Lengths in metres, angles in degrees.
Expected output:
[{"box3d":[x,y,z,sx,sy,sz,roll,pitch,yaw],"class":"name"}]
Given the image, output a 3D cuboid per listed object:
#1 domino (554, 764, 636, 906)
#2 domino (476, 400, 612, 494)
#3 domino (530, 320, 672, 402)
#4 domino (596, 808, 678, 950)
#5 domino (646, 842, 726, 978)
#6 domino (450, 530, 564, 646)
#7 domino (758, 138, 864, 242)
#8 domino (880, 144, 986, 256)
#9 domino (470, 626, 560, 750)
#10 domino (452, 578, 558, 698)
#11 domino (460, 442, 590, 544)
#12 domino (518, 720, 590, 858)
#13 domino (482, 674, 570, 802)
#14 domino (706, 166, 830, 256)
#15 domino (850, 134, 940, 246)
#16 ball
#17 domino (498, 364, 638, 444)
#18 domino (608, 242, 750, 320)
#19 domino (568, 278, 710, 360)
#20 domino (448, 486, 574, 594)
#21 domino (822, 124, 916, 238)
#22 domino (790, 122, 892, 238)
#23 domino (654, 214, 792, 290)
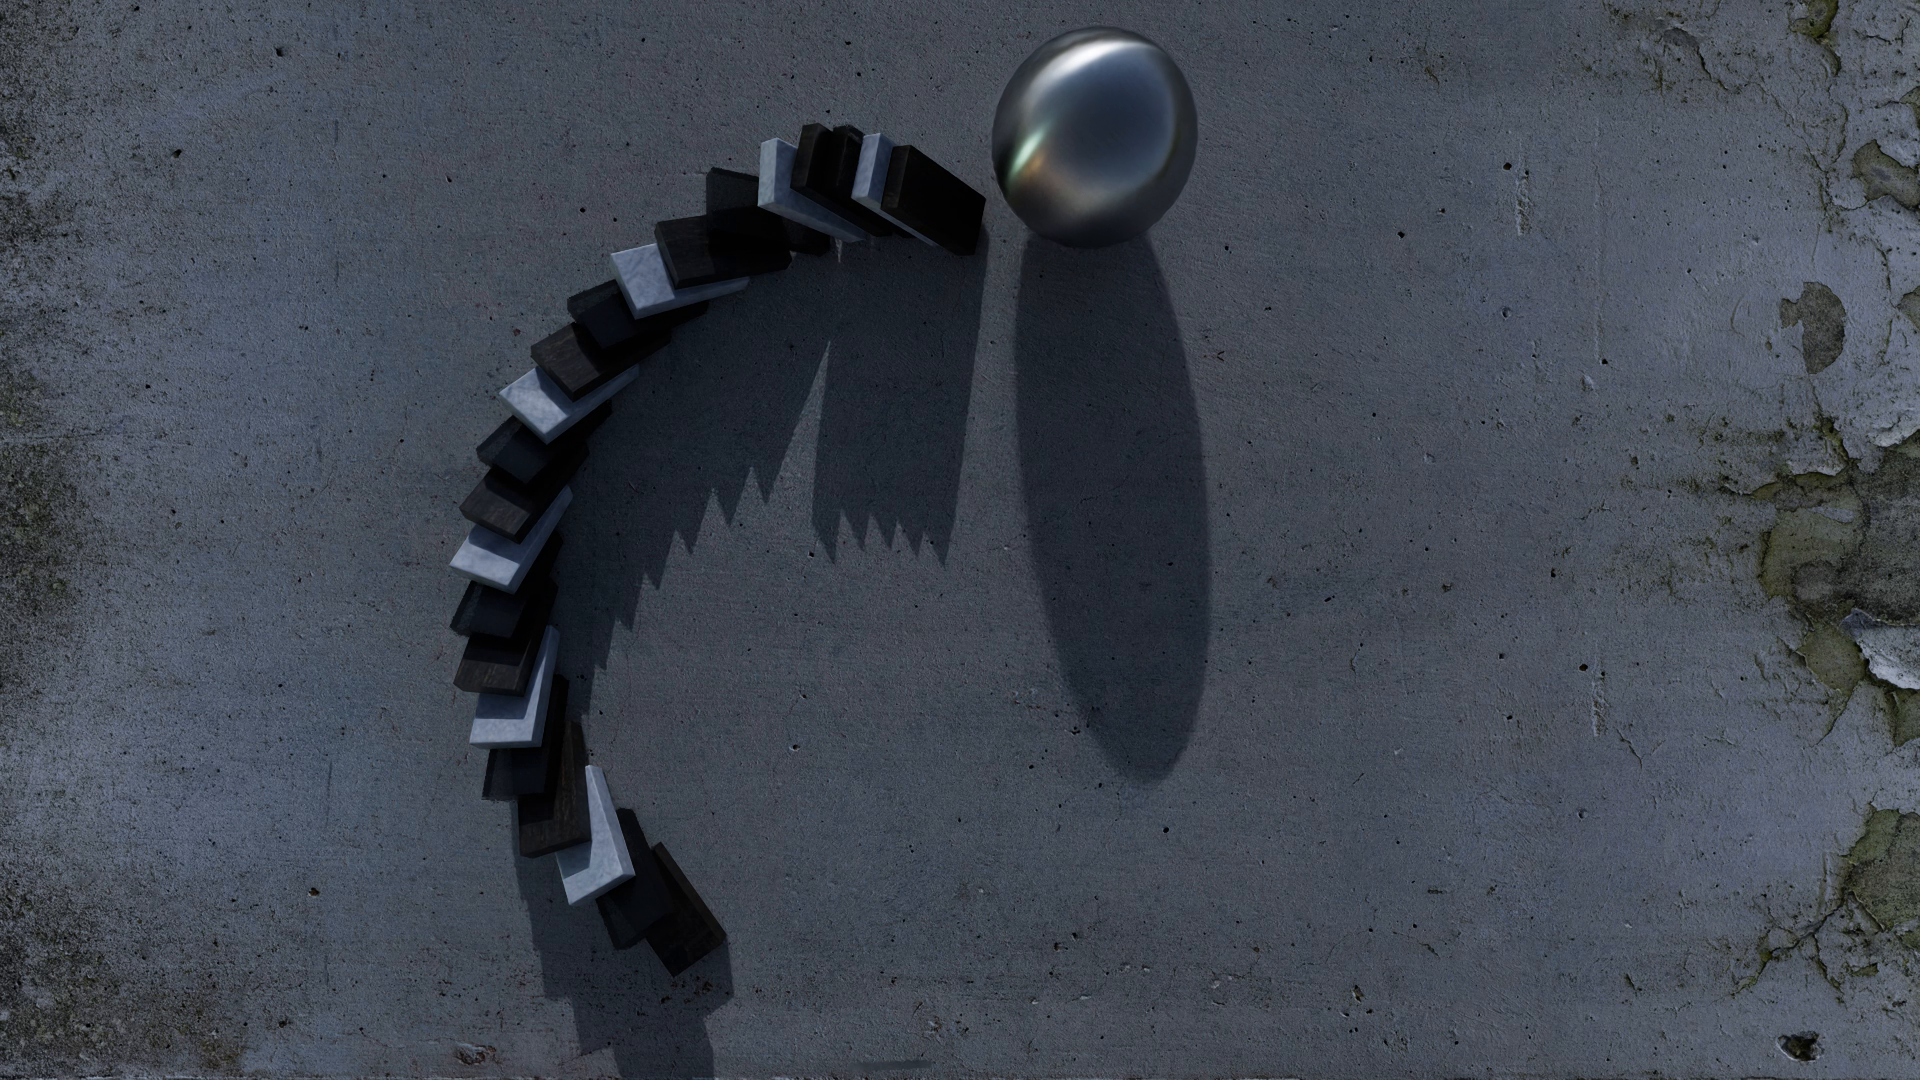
[{"box3d":[-0.157,0.124,0.385,0.025,0.009,0.050,-30,64,0],"class":"domino"},{"box3d":[-0.173,-0.046,0.384,0.025,0.010,0.050,34,62,0],"class":"domino"},{"box3d":[-0.150,-0.082,0.384,0.025,0.010,0.050,47,62,0],"class":"domino"},{"box3d":[-0.141,0.141,0.384,0.025,0.009,0.050,-36,64,0],"class":"domino"},{"box3d":[-0.126,0.159,0.395,0.025,0.009,0.050,-35,90,0],"class":"domino"},{"box3d":[-0.189,0.018,0.384,0.025,0.010,0.050,11,62,0],"class":"domino"},{"box3d":[-0.060,-0.143,0.377,0.009,0.050,0.025,3,90,38],"class":"domino"},{"box3d":[-0.010,-0.139,0.378,0.010,0.050,0.025,12,90,39],"class":"domino"},{"box3d":[-0.186,0.061,0.385,0.025,0.009,0.050,-2,63,0],"class":"domino"},{"box3d":[-0.189,0.039,0.384,0.025,0.009,0.050,6,62,0],"class":"domino"},{"box3d":[-0.182,-0.025,0.384,0.025,0.010,0.050,26,62,0],"class":"domino"},{"box3d":[-0.171,0.104,0.384,0.025,0.010,0.050,-17,63,0],"class":"domino"},{"box3d":[-0.182,0.083,0.384,0.025,0.010,0.050,-4,63,0],"class":"domino"},{"box3d":[-0.080,-0.136,0.383,0.050,0.010,0.025,0,88,-31],"class":"domino"},{"box3d":[-0.022,-0.143,0.378,0.010,0.050,0.025,12,90,39],"class":"domino"},{"box3d":[0.052,-0.156,0.360,0.080,0.080,0.080,0,90,0],"class":"ball"},{"box3d":[-0.163,-0.065,0.384,0.025,0.010,0.050,42,62,0],"class":"domino"},{"box3d":[-0.117,-0.112,0.384,0.050,0.009,0.025,-26,90,-28],"class":"domino"},{"box3d":[-0.134,-0.098,0.384,0.050,0.010,0.025,-34,90,-28],"class":"domino"},{"box3d":[-0.187,-0.004,0.384,0.025,0.010,0.050,19,62,0],"class":"domino"},{"box3d":[-0.033,-0.146,0.378,0.010,0.050,0.025,12,90,39],"class":"domino"},{"box3d":[-0.046,-0.147,0.377,0.009,0.050,0.025,12,90,39],"class":"domino"},{"box3d":[-0.099,-0.123,0.384,0.050,0.010,0.025,-20,90,-28],"class":"domino"}]
